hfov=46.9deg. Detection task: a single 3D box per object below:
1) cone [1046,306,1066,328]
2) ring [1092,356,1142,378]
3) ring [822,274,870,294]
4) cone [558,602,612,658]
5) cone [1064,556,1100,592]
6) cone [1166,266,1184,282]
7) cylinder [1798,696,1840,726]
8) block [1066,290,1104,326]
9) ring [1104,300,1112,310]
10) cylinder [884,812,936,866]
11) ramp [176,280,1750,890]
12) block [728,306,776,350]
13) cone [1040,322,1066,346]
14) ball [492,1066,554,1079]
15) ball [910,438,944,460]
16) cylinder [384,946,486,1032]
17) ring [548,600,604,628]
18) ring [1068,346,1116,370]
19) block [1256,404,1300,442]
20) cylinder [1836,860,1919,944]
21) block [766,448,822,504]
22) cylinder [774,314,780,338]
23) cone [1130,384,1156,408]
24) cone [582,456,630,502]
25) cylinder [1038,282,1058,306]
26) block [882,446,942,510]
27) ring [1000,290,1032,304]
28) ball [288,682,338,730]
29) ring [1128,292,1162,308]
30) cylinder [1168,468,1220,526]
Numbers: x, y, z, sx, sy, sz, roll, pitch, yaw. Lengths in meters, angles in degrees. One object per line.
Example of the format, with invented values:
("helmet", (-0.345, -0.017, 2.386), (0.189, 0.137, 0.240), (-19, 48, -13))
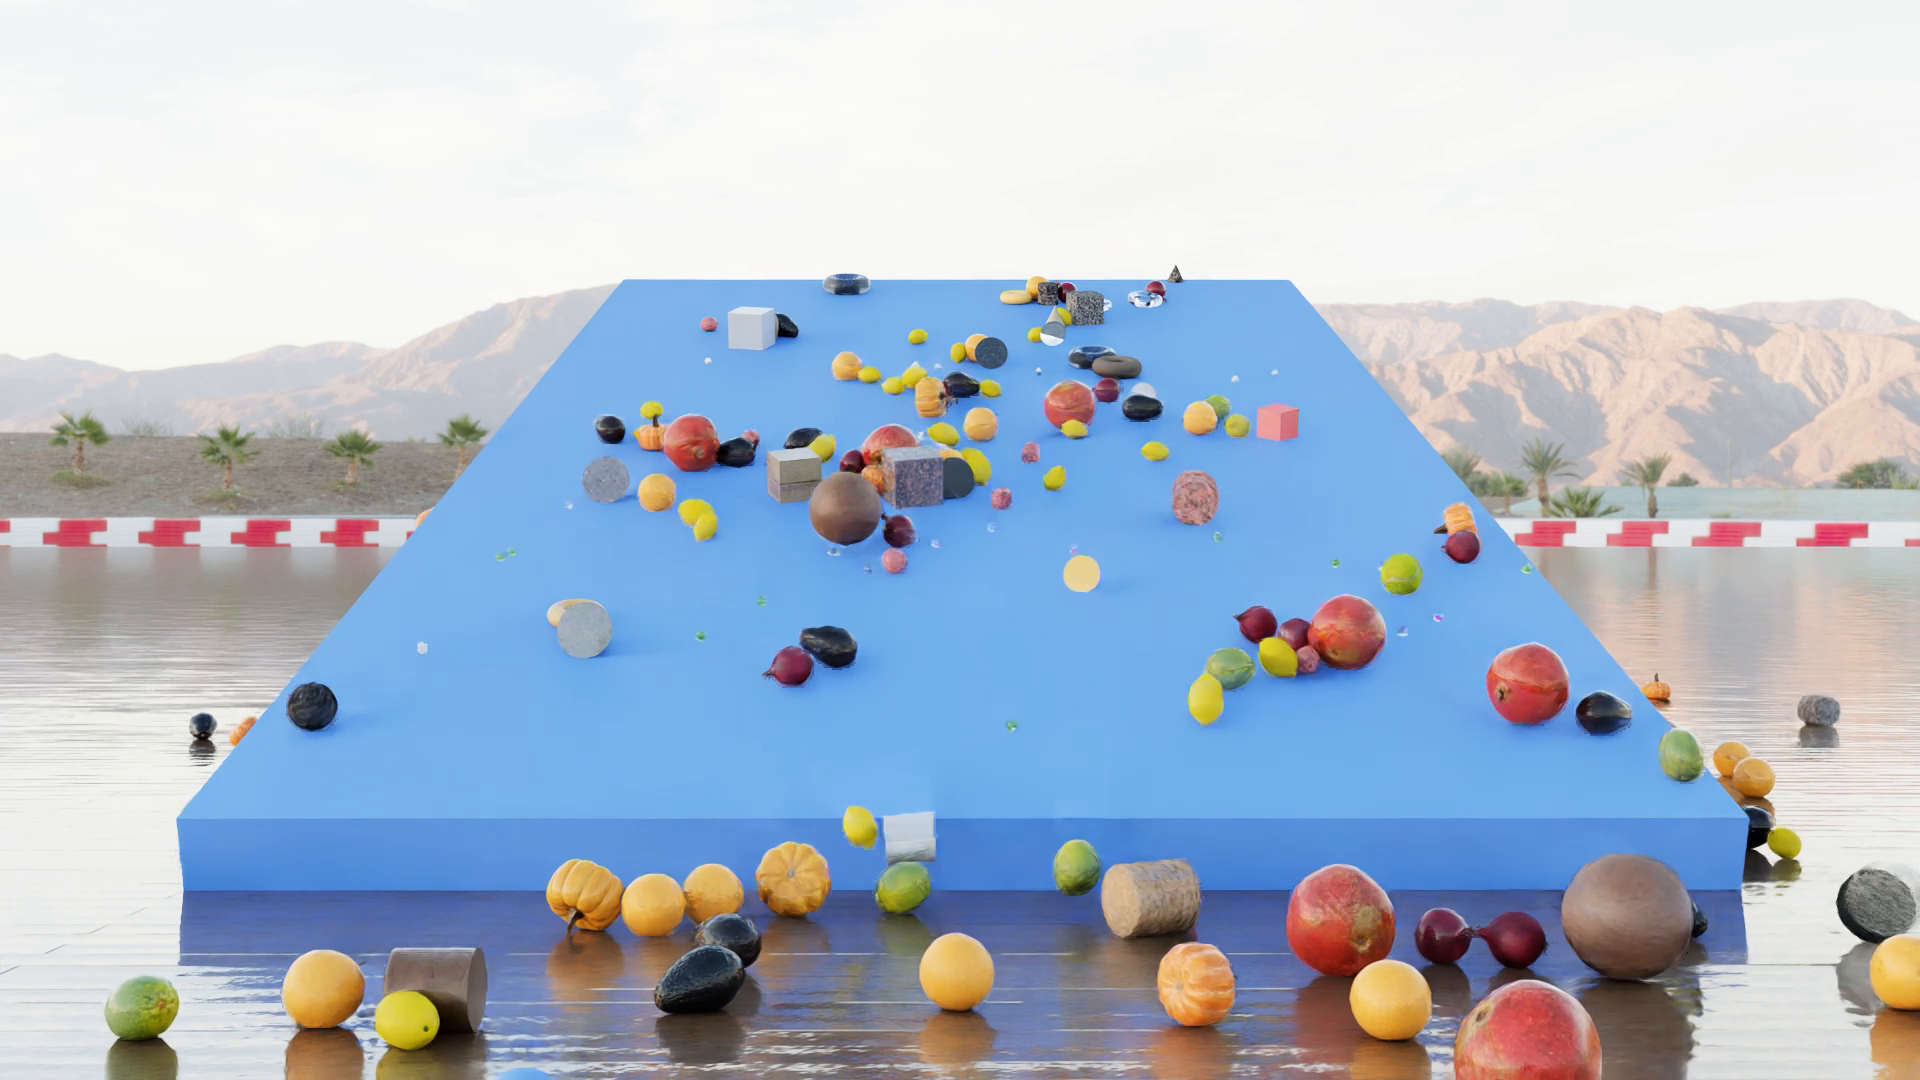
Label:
("cone", (0.254, -0.598, 5.919), (0.060, 0.060, 0.060), (0, 17, 0))
("ring", (0.379, -0.418, 5.349), (0.121, 0.040, 0.121), (1, 16, 0))
("ring", (-0.329, -0.744, 6.436), (0.139, 0.046, 0.139), (0, 18, 0))
("cone", (-0.571, 0.146, 3.445), (0.087, 0.087, 0.087), (0, -10, 7))
("cone", (0.210, 0.062, 3.748), (0.063, 0.063, 0.063), (0, -10, 11))
("cone", (0.644, -0.798, 6.611), (0.053, 0.053, 0.053), (0, 17, 0))
("cylinder", (2.089, 0.415, 5.386), (0.070, 0.070, 0.070), (0, 0, -19))
("block", (0.337, -0.627, 5.986), (0.079, 0.079, 0.079), (-5, 17, -18))
("ring", (0.381, -0.656, 6.174), (0.083, 0.028, 0.083), (1, 17, 0))
("cylinder", (-0.062, 0.368, 2.732), (0.061, 0.061, 0.061), (-5, 0, -1))
("ramp", (-0.002, -0.167, 4.746), (2.000, 0.100, 4.000), (0, 17, 0))
("block", (-0.534, -0.543, 5.675), (0.092, 0.092, 0.092), (5, 17, 15))
("cone", (0.248, -0.525, 5.728), (0.067, 0.067, 0.067), (0, -11, 15))
("ball", (-0.320, 0.417, 1.614), (0.065, 0.065, 0.065), (0, 0, 0))
("ball", (-0.068, -0.168, 4.442), (0.075, 0.075, 0.075), (0, 0, 0))
("cylinder", (-0.481, 0.412, 2.031), (0.076, 0.076, 0.076), (0, 0, 1))
("ring", (-0.614, 0.119, 3.548), (0.094, 0.031, 0.094), (1, 17, 0))
("ring", (0.326, -0.449, 5.452), (0.123, 0.041, 0.123), (-1, 18, 0))
("block", (0.682, -0.252, 4.752), (0.062, 0.062, 0.062), (-15, 22, -42))
("cylinder", (1.043, 0.408, 2.504), (0.083, 0.083, 0.083), (0, 0, 33))
("block", (-0.321, -0.125, 4.282), (0.084, 0.084, 0.084), (-6, 18, -21))
("cylinder", (-0.515, -0.553, 5.754), (0.068, 0.068, 0.068), (-9, -4, 23))
("cone", (0.421, -0.323, 5.055), (0.057, 0.057, 0.057), (0, -10, 11))
("cone", (-0.679, -0.108, 4.298), (0.092, 0.092, 0.092), (0, -10, 2))
("cylinder", (0.249, -0.695, 6.253), (0.057, 0.057, 0.057), (0, 17, 0))
("block", (-0.092, -0.121, 4.248), (0.094, 0.094, 0.094), (-5, 17, -17))
("ring", (0.159, -0.688, 6.276), (0.092, 0.031, 0.092), (-1, 16, 0))
("ball", (-0.906, 0.233, 3.099), (0.068, 0.068, 0.068), (0, 0, 0))
("ring", (0.521, -0.678, 6.240), (0.098, 0.033, 0.098), (3, 19, -1))
("cylinder", (0.437, -0.079, 4.129), (0.085, 0.085, 0.085), (0, 27, 13))
